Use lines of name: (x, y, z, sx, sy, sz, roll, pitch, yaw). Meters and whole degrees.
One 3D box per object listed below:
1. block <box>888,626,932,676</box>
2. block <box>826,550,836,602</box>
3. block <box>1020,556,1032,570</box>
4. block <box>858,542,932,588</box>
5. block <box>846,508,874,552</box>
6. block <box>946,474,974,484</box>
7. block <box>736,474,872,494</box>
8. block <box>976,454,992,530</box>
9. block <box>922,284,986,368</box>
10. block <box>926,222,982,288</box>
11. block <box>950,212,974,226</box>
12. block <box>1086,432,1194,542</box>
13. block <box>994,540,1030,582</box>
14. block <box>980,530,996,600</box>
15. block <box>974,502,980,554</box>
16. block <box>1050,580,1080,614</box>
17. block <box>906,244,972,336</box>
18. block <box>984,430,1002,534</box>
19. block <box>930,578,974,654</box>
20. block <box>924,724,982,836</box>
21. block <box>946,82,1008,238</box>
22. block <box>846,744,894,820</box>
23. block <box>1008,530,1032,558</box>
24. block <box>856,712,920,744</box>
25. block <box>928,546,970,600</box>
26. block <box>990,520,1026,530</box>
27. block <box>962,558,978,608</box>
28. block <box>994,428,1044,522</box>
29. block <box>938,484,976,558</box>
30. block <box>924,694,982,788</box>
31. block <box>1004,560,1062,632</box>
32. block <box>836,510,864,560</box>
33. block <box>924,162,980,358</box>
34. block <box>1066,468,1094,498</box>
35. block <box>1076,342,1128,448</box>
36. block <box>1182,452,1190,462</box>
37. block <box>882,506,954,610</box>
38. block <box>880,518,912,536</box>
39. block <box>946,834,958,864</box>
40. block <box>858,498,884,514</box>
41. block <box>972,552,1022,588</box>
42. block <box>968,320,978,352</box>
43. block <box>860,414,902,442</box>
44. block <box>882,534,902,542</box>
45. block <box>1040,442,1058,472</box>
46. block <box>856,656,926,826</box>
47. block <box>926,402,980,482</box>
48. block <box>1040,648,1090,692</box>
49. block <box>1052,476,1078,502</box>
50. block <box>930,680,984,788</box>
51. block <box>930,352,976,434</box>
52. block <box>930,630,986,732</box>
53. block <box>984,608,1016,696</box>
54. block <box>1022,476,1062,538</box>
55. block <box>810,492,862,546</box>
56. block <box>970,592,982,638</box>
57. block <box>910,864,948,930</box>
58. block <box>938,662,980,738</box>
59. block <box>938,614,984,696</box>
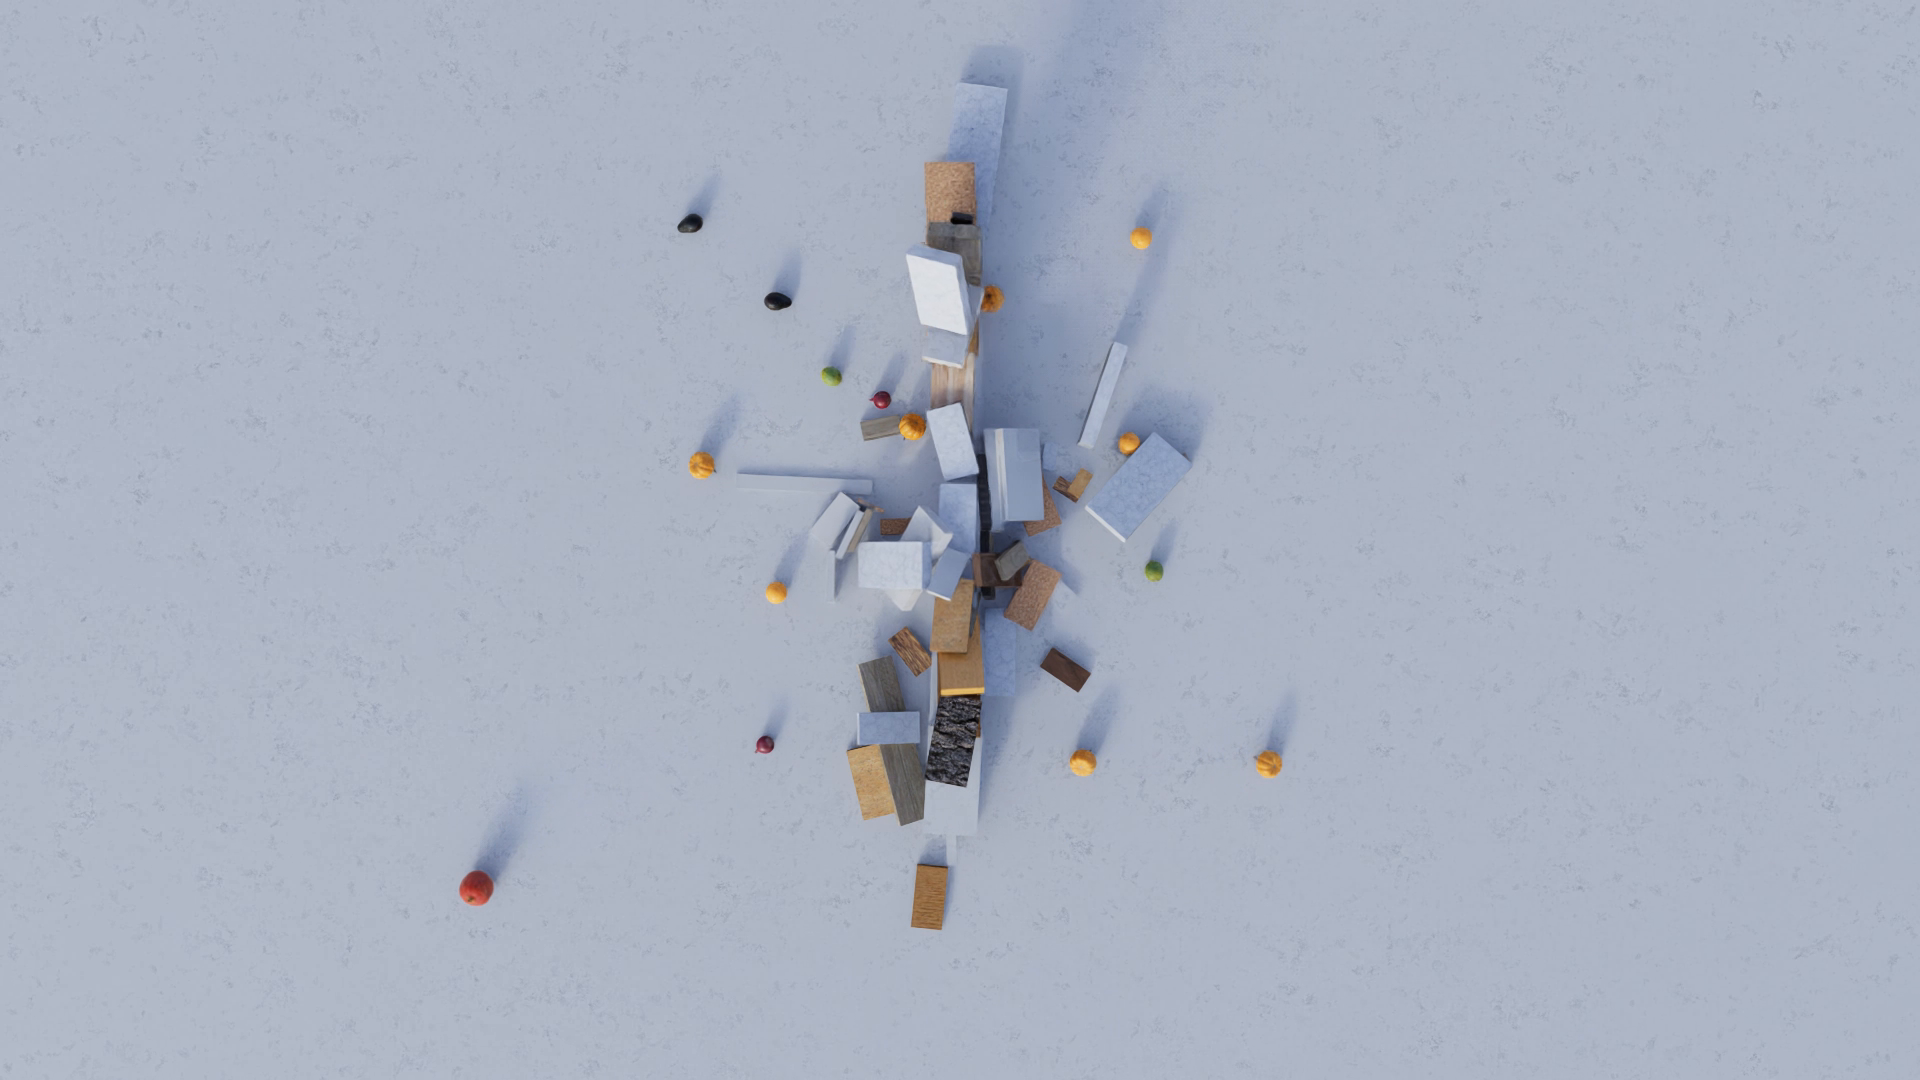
block: (-0.162, 0.371, 5.489, 0.077, 0.022, 0.155, -38, 90, 0)
block: (-0.425, 0.119, 5.458, 0.024, 0.085, 0.169, 2, 90, 0)
block: (0.158, 0.084, 5.479, 0.149, 0.021, 0.075, -38, 88, 7)
block: (-0.215, 0.081, 5.380, 0.301, 0.043, 0.150, 0, 90, 44)
block: (-0.331, -0.031, 5.461, 0.022, 0.077, 0.155, 27, 90, 0)
block: (-0.001, -0.209, 5.400, 0.093, 0.026, 0.185, -5, 100, 1)
block: (-0.519, -0.186, 5.493, 0.454, 0.013, 0.047, 3, 90, 0)
block: (0.077, -0.156, 5.430, 0.034, 0.119, 0.239, -4, 85, 0)
block: (-0.022, -0.695, 5.309, 0.135, 0.038, 0.269, 14, 77, 12)
block: (-0.014, -0.905, 5.240, 0.164, 0.329, 0.047, 6, 73, 3)
block: (0.000, -0.977, 5.151, 0.066, 0.131, 0.019, 11, 69, -4)
block: (0.590, -0.175, 5.433, 0.171, 0.048, 0.342, 42, 79, 8)
block: (0.169, 0.066, 5.390, 0.021, 0.149, 0.075, -8, 113, 39)
block: (0.091, 0.084, 5.420, 0.030, 0.108, 0.215, -3, 81, 8)
block: (0.006, 0.007, 5.383, 0.119, 0.034, 0.259, -2, 89, 0)
block: (0.319, 0.169, 5.489, 0.149, 0.021, 0.075, 44, 90, 0)
block: (-0.061, -0.779, 5.142, 0.164, 0.329, 0.047, 17, 62, 17)
block: (0.110, -0.192, 5.431, 0.033, 0.117, 0.330, -5, 87, 0)
block: (-0.024, 0.241, 5.281, 0.118, 0.034, 0.237, 5, 76, 4)
block: (-0.023, 0.774, 5.327, 0.173, 0.049, 0.346, 3, 92, 0)
block: (0.041, -1.260, 5.476, 0.171, 0.048, 0.492, 8, 90, 0)
block: (-0.291, 0.801, 5.483, 0.118, 0.034, 0.237, -14, 90, 0)
block: (0.200, 0.023, 5.493, 0.051, 0.015, 0.103, -21, 90, 0)
block: (-0.235, 0.618, 5.429, 0.206, 0.029, 0.103, 0, 85, -18)
block: (-0.037, 0.109, 5.288, 0.081, 0.023, 0.161, 21, 70, 10)
block: (0.174, -0.070, 5.493, 0.166, 0.015, 0.051, 14, 90, 0)
block: (0.017, 0.140, 5.337, 0.081, 0.023, 0.161, 2, 77, 0)
block: (0.196, -0.213, 5.400, 0.150, 0.043, 0.301, -1, 85, -37)
block: (-0.009, -0.062, 5.350, 0.119, 0.034, 0.239, 1, 89, 0)
block: (-0.021, 0.636, 5.229, 0.137, 0.039, 0.275, 11, 80, 1)
block: (0.240, 0.182, 5.458, 0.108, 0.030, 0.215, 28, 87, 1)
block: (-0.363, -0.018, 5.458, 0.024, 0.085, 0.169, 27, 90, 0)
block: (-0.026, -0.920, 5.431, 0.164, 0.047, 0.636, -1, 92, 1)
block: (0.399, -0.189, 5.483, 0.047, 0.013, 0.094, 33, 77, 0)
block: (0.466, -0.472, 5.415, 0.048, 0.171, 0.342, 19, 90, 0)
block: (0.716, -0.244, 5.493, 0.103, 0.015, 0.051, -29, 90, 0)
block: (-0.147, 0.060, 5.377, 0.150, 0.043, 0.317, 47, 120, 35)
block: (-0.212, -0.044, 5.482, 0.103, 0.015, 0.052, -2, 81, -8)
block: (-0.029, 0.944, 5.414, 0.031, 0.110, 0.221, -2, 90, 0)
block: (-0.295, -0.113, 5.477, 0.094, 0.047, 0.013, 25, 90, 0)
block: (0.121, 0.099, 5.366, 0.030, 0.215, 0.108, -9, 83, 38)
block: (-0.018, -0.620, 5.377, 0.135, 0.038, 0.269, 4, 95, 6)
block: (-0.262, -0.373, 5.491, 0.131, 0.019, 0.066, -11, 90, 0)
block: (-0.208, 0.006, 5.493, 0.095, 0.013, 0.047, 41, 90, 0)
block: (0.298, -0.279, 5.493, 0.047, 0.013, 0.094, 9, 90, 0)
block: (-0.216, 0.664, 5.465, 0.118, 0.034, 0.550, -15, 90, -19)
block: (-0.021, -0.320, 5.343, 0.117, 0.033, 0.235, -14, 99, 10)
block: (0.351, 0.432, 5.489, 0.155, 0.022, 0.077, 34, 90, 0)
block: (0.359, -0.168, 5.493, 0.095, 0.013, 0.047, 33, 90, 0)
block: (-0.011, 0.617, 5.422, 0.173, 0.049, 0.392, 1, 86, 0)
block: (-0.023, -0.475, 5.351, 0.135, 0.038, 0.269, 3, 100, 6)
block: (-0.007, 0.466, 5.377, 0.173, 0.049, 0.347, 2, 88, 0)
block: (0.132, 0.372, 5.485, 0.103, 0.029, 0.292, 1, 90, 0)
block: (0.239, -0.141, 5.473, 0.117, 0.033, 0.235, -22, 86, -3)
block: (-0.414, -0.069, 5.481, 0.085, 0.024, 0.169, 38, 94, -2)
block: (0.014, 0.234, 5.336, 0.081, 0.023, 0.161, 11, 58, 6)
block: (-0.101, 1.187, 5.485, 0.103, 0.029, 0.206, 6, 90, 0)
block: (-0.004, 0.497, 5.303, 0.137, 0.039, 0.275, 0, 76, -1)
block: (0.000, 0.363, 5.291, 0.137, 0.039, 0.275, -3, 58, -3)
